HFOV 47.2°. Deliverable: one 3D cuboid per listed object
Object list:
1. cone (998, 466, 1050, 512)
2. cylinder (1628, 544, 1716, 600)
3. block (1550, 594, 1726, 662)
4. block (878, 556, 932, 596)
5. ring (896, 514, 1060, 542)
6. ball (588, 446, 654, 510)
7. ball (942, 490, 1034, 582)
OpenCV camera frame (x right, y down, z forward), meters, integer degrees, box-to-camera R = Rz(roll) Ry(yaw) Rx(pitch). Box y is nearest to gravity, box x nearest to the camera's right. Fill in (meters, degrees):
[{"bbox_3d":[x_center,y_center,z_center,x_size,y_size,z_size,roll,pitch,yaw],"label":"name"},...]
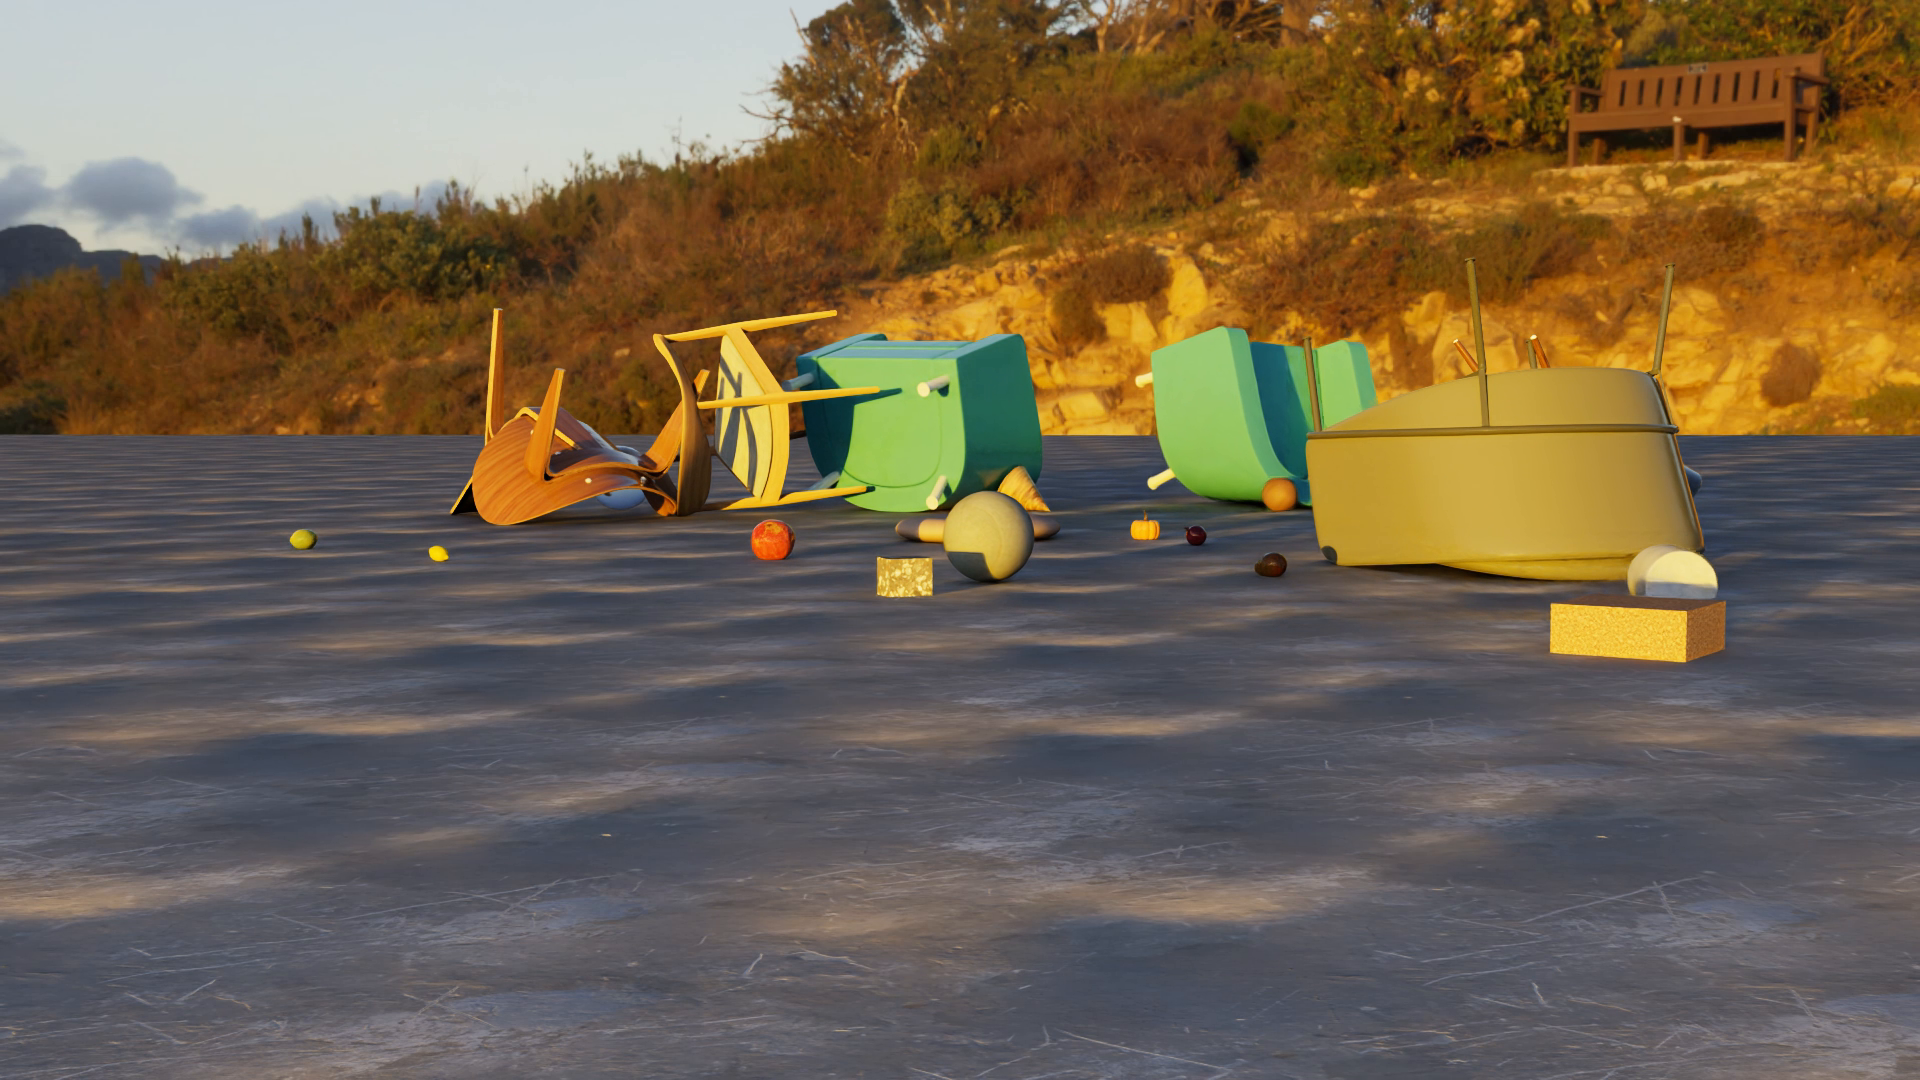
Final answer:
[{"bbox_3d":[0.260,-0.150,8.124,0.184,0.186,0.192,32,14,24],"label":"cone"},{"bbox_3d":[1.405,0.083,4.345,0.136,0.136,0.166,11,5,4],"label":"cylinder"},{"bbox_3d":[1.163,0.148,3.770,0.229,0.084,0.220,3,5,35],"label":"block"},{"bbox_3d":[-0.121,0.079,4.804,0.100,0.081,0.076,-2,4,-22],"label":"block"},{"bbox_3d":[0.055,-0.037,6.579,0.514,0.071,0.441,-3,5,-31],"label":"ring"},{"bbox_3d":[-1.256,-0.229,8.136,0.239,0.239,0.239,0,4,0],"label":"ball"},{"bbox_3d":[0.067,-0.008,5.106,0.213,0.213,0.213,0,4,0],"label":"ball"}]
